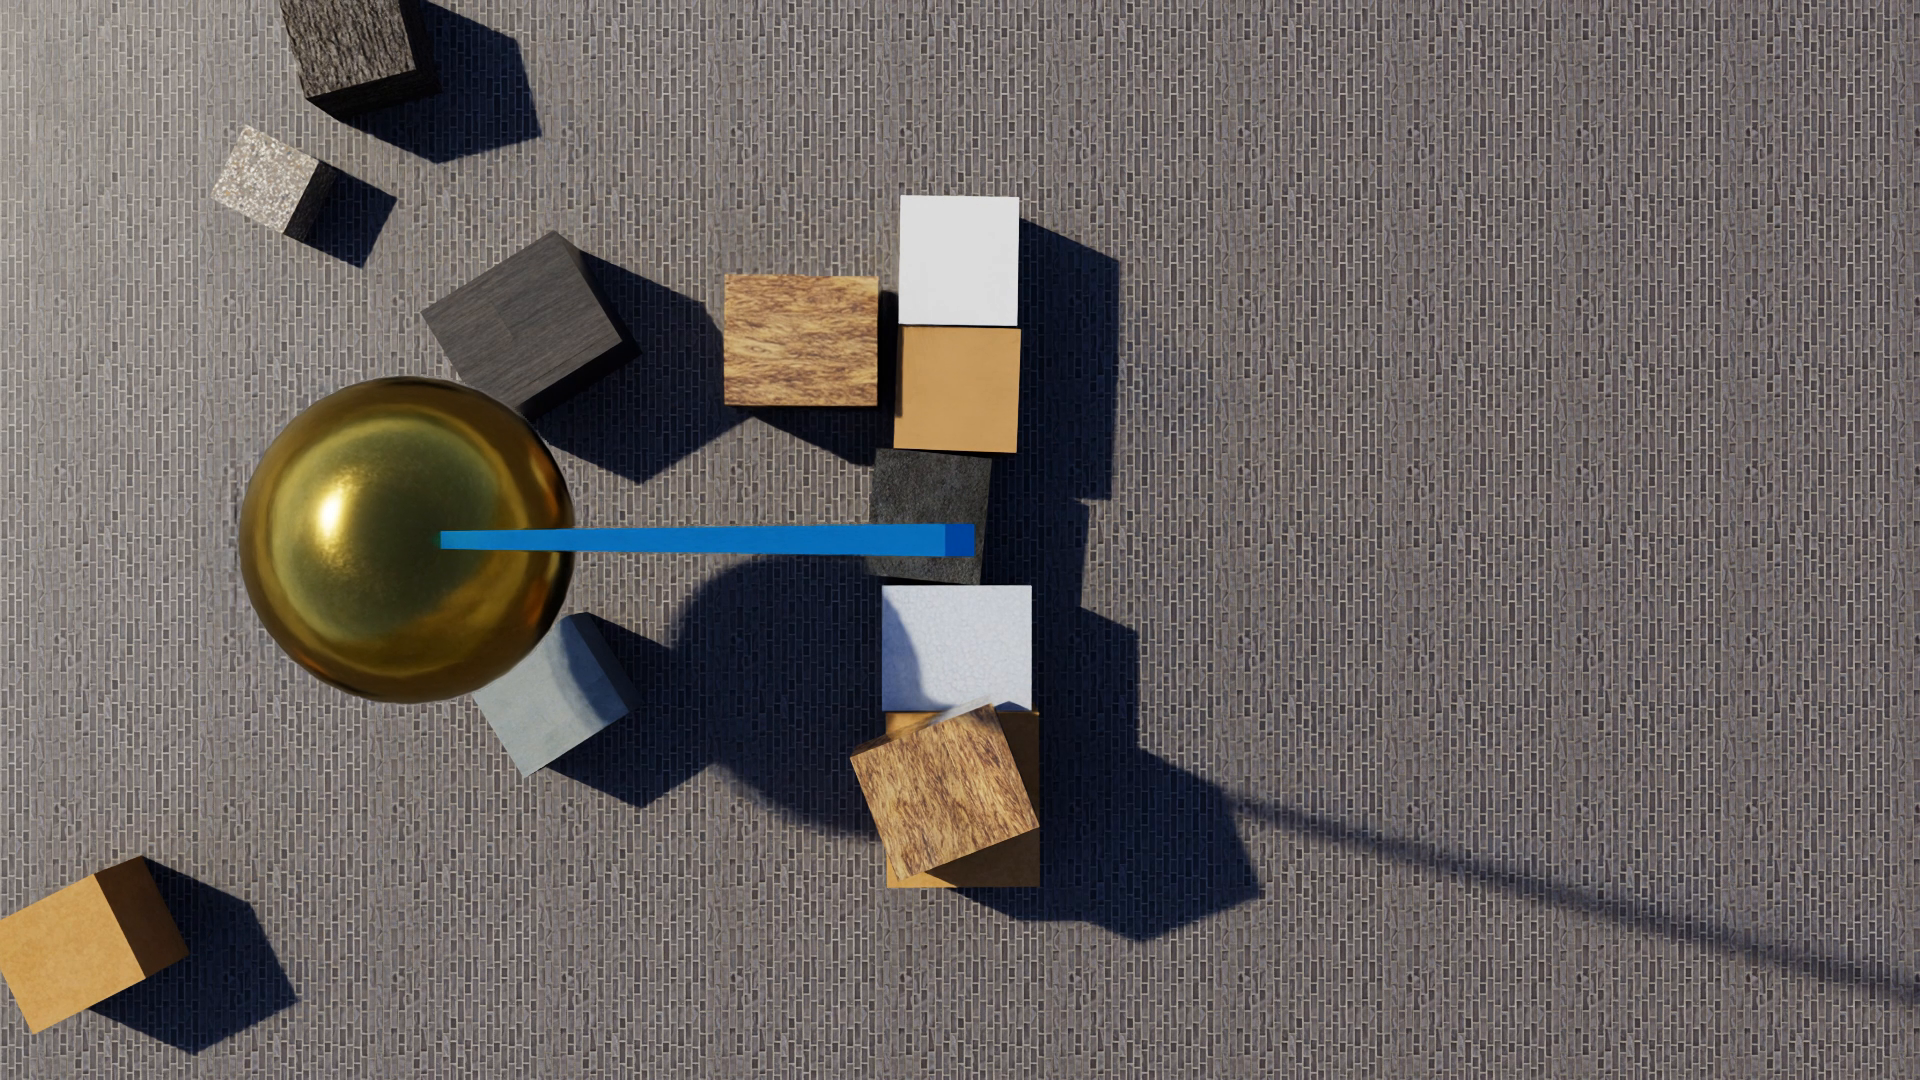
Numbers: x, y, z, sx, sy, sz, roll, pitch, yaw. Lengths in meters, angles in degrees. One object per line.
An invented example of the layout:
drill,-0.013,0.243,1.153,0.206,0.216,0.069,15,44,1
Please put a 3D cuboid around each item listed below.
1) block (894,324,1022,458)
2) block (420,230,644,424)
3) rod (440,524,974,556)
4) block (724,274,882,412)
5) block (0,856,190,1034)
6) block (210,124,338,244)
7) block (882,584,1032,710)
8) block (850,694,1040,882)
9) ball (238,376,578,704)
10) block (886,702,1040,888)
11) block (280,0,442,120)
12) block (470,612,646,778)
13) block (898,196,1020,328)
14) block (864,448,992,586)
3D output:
block,-0.016,-0.850,12.675,0.692,0.650,0.695,2,90,0
block,-2.432,-1.183,12.595,0.872,0.811,0.725,-32,90,0
rod,-1.159,0.000,7.660,0.080,5.200,0.080,0,90,-26
block,-0.882,-1.116,12.592,0.850,0.800,0.720,0,91,0
block,-5.009,2.314,12.641,0.703,0.717,0.654,-27,90,0
block,-3.990,-2.070,12.806,0.473,0.389,0.468,27,90,0
block,-0.018,0.604,12.634,0.834,0.732,0.699,0,90,0
block,-0.079,1.314,11.801,0.793,0.686,0.693,-21,90,0
ball,-2.674,0.000,10.703,1.600,1.600,1.600,0,90,0
block,0.016,1.437,12.572,0.844,0.856,0.961,0,90,0
block,-3.441,-2.845,12.672,0.645,0.655,0.589,-15,90,0
block,-2.327,0.882,12.684,0.700,0.632,0.644,-32,90,0
block,-0.006,-1.565,12.656,0.664,0.688,0.719,1,90,0
block,-0.181,-0.133,12.671,0.656,0.658,0.714,6,90,0
